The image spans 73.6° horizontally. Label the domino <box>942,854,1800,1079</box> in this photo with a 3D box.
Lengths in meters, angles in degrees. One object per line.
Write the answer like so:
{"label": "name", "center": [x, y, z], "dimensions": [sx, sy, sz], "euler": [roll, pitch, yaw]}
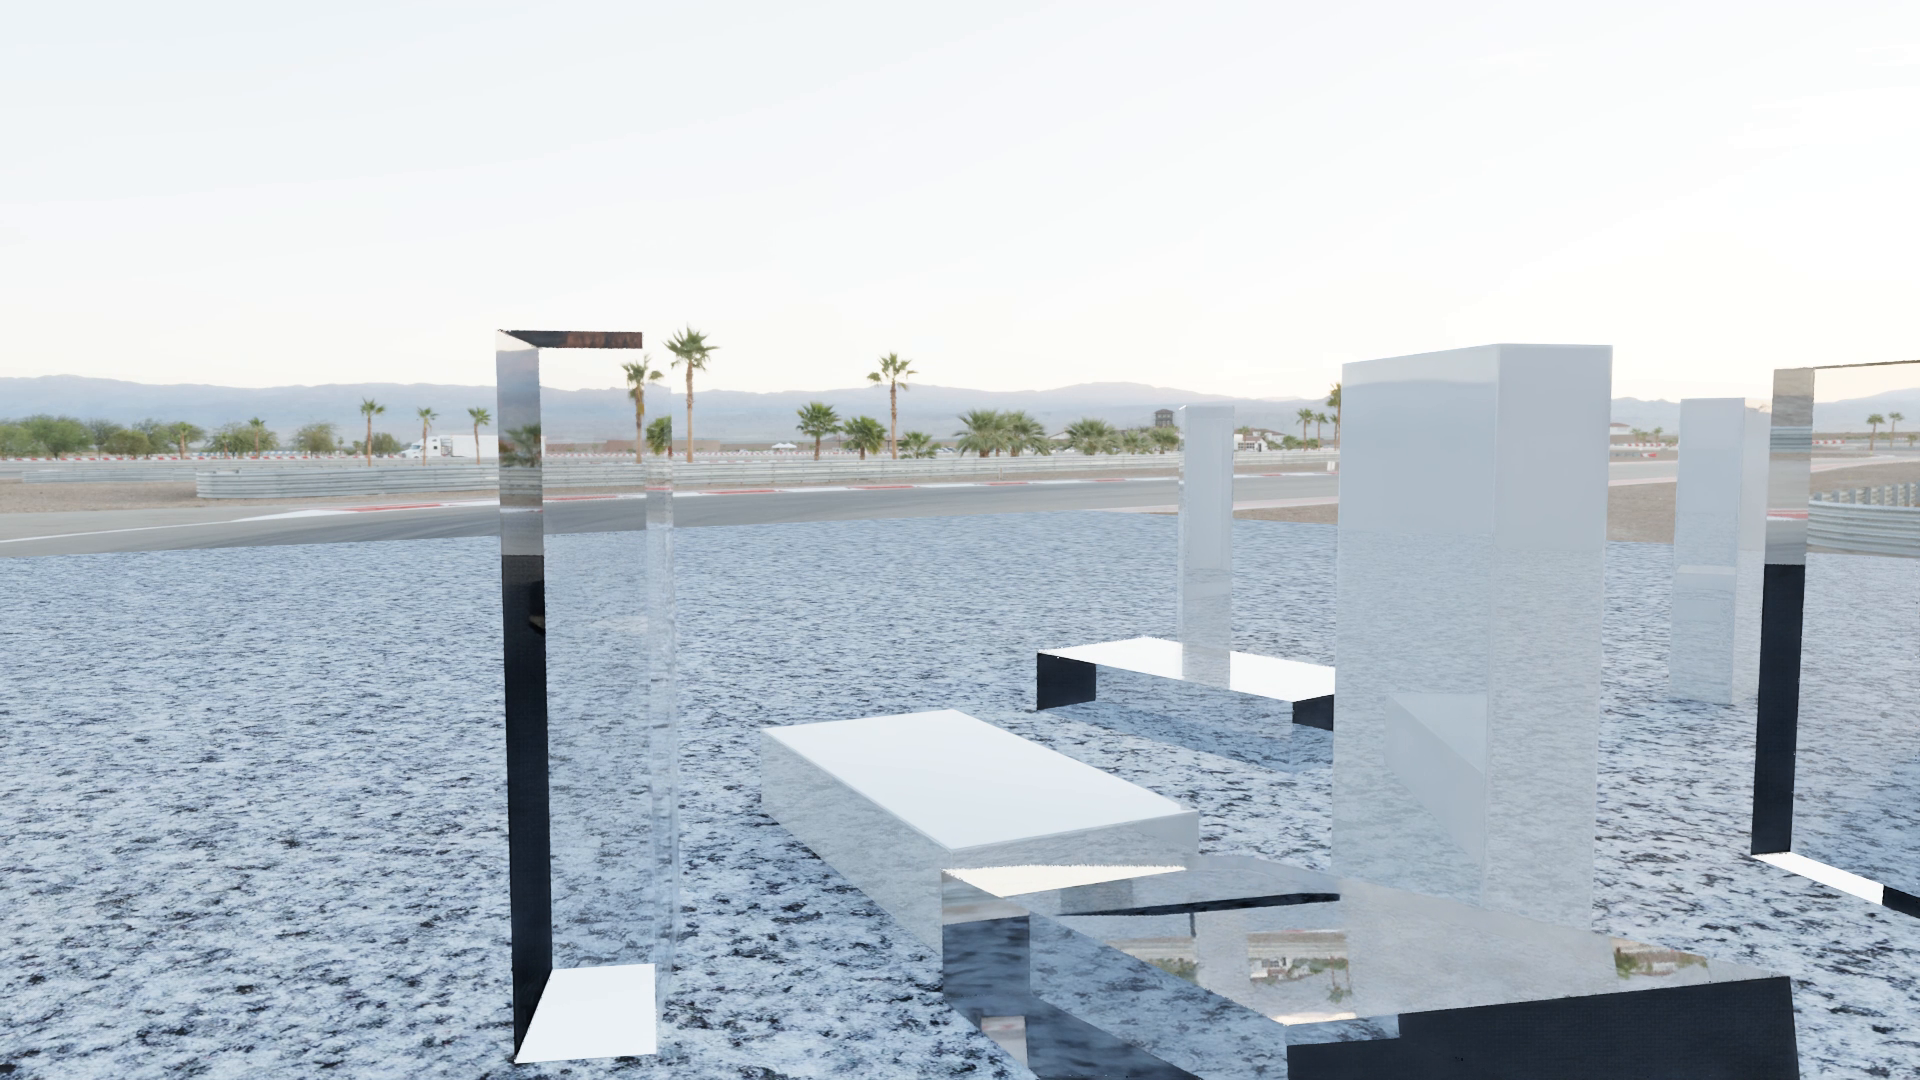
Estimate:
{"label": "domino", "center": [0.018, 0.027, 0.076], "dimensions": [0.025, 0.009, 0.050], "euler": [1, -8, -16]}

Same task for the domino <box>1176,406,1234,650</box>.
{"label": "domino", "center": [0.050, -0.002, 0.265], "dimensions": [0.009, 0.050, 0.025], "euler": [1, 4, 7]}

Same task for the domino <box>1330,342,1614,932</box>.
{"label": "domino", "center": [0.043, 0.009, 0.111], "dimensions": [0.010, 0.050, 0.025], "euler": [-1, 4, -10]}

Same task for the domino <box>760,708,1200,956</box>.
{"label": "domino", "center": [-0.001, 0.028, 0.133], "dimensions": [0.025, 0.009, 0.050], "euler": [-2, 5, -26]}

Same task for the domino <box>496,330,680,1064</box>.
{"label": "domino", "center": [-0.028, 0.010, 0.099], "dimensions": [0.010, 0.050, 0.025], "euler": [-1, 4, -8]}

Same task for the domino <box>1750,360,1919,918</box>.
{"label": "domino", "center": [0.089, 0.009, 0.120], "dimensions": [0.010, 0.050, 0.025], "euler": [-1, 4, -14]}

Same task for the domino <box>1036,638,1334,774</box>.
{"label": "domino", "center": [0.037, 0.023, 0.192], "dimensions": [0.025, 0.010, 0.050], "euler": [-3, 5, -37]}

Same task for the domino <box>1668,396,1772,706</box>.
{"label": "domino", "center": [0.132, 0.001, 0.219], "dimensions": [0.025, 0.050, 0.009], "euler": [-4, 6, -42]}
